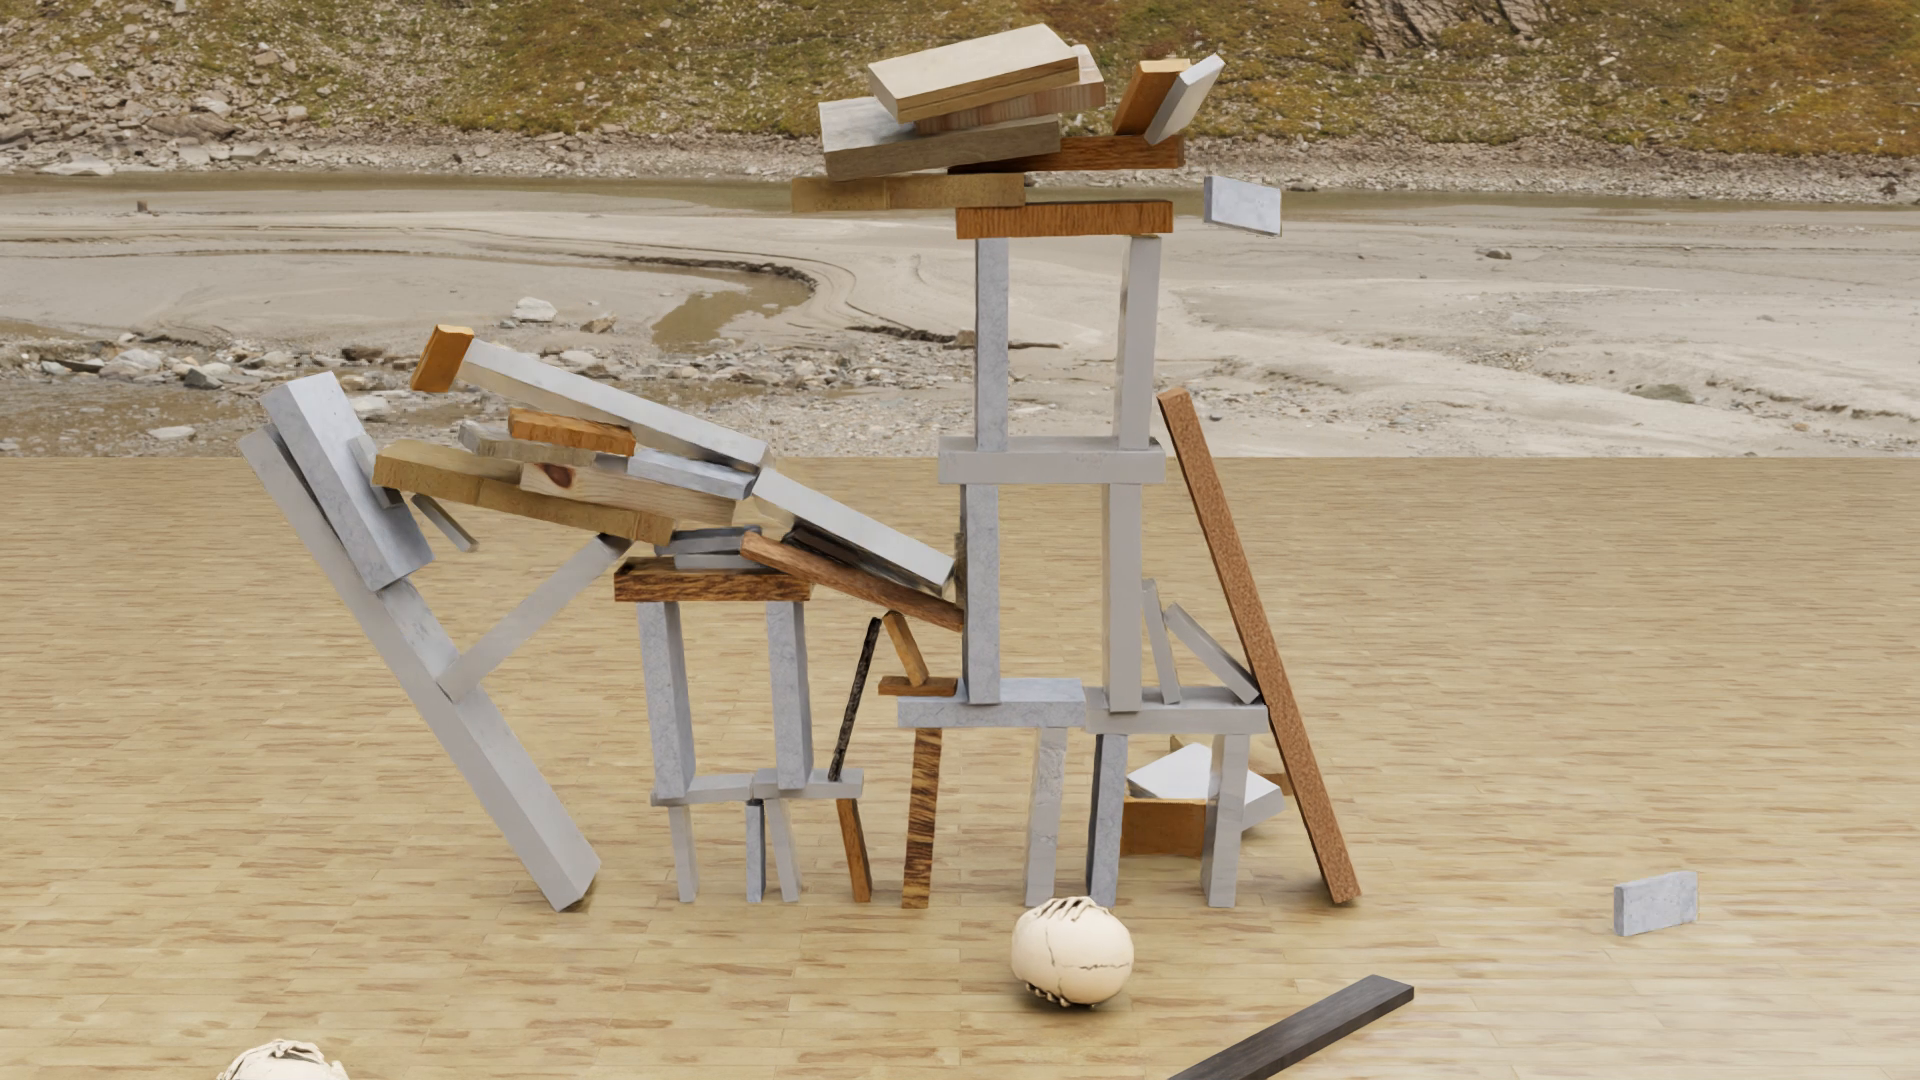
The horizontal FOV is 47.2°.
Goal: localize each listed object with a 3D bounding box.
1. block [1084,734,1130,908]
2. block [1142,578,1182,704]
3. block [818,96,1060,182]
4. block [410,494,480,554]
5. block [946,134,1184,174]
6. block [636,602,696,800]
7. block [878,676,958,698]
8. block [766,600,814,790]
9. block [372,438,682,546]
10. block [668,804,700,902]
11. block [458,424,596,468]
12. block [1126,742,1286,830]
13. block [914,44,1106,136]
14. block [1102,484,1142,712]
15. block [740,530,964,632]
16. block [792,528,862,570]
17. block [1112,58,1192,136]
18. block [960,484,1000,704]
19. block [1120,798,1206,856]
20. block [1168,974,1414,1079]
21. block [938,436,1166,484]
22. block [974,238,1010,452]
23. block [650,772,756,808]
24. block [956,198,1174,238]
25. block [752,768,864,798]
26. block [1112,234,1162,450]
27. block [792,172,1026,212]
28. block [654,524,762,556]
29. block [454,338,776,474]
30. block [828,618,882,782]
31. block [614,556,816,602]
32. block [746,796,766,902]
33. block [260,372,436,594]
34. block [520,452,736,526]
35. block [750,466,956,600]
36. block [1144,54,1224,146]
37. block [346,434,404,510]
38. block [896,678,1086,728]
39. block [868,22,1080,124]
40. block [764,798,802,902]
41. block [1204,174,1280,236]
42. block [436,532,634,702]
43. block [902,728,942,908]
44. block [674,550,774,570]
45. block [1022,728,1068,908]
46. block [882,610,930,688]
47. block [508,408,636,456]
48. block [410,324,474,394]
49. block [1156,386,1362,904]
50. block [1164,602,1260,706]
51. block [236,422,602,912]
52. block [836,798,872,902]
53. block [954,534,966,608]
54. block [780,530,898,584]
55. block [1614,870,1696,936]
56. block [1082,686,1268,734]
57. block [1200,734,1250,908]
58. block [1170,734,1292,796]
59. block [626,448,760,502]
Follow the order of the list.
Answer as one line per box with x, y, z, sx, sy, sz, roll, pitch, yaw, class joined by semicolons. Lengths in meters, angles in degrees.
0.243;0.444;3.646;0.041;0.292;0.146;4;11;-1;block
0.327;0.164;3.597;0.027;0.190;0.095;-13;9;7;block
-0.034;-0.639;3.403;0.357;0.051;0.179;-8;36;-1;block
-0.830;-0.028;3.546;0.123;0.017;0.062;44;0;1;block
0.170;-0.612;3.480;0.357;0.051;0.179;0;11;10;block
-0.480;0.245;3.605;0.044;0.325;0.155;-5;10;1;block
-0.068;0.239;3.594;0.123;0.017;0.062;1;11;5;block
-0.278;0.236;3.602;0.044;0.311;0.155;-3;10;2;block
-0.689;-0.079;3.550;0.475;0.048;0.168;12;11;-3;block
-0.459;0.508;3.653;0.023;0.165;0.082;-6;11;1;block
-0.681;-0.148;3.462;0.192;0.027;0.096;5;14;-32;block
0.451;0.467;4.073;0.161;0.046;0.321;-23;18;-17;block
0.067;-0.694;3.384;0.290;0.041;0.145;-10;36;-4;block
0.262;0.077;3.578;0.050;0.369;0.178;-1;11;0;block
-0.169;0.067;3.504;0.375;0.016;0.055;20;30;-11;block
-0.212;0.015;3.517;0.110;0.016;0.055;24;-6;12;block
0.290;-0.671;3.339;0.079;0.022;0.157;-5;-25;-16;block
0.032;0.071;3.573;0.050;0.355;0.178;-1;11;-3;block
0.337;0.504;3.871;0.190;0.095;0.027;1;10;5;block
0.380;0.710;2.967;0.071;0.020;0.765;10;14;42;block
0.143;-0.130;3.537;0.355;0.050;0.178;0;11;-1;block
0.050;-0.317;3.496;0.047;0.332;0.166;0;11;-1;block
-0.424;0.412;3.636;0.165;0.023;0.082;-4;10;2;block
0.160;-0.507;3.461;0.332;0.047;0.166;-2;11;0;block
-0.249;0.402;3.634;0.177;0.025;0.089;0;11;1;block
0.281;-0.320;3.510;0.047;0.332;0.166;3;11;0;block
-0.078;-0.549;3.457;0.357;0.051;0.179;-1;11;1;block
-0.408;0.000;3.565;0.159;0.023;0.080;-4;12;9;block
-0.580;-0.215;3.608;0.568;0.041;0.145;20;-13;6;block
-0.172;0.260;3.596;0.017;0.268;0.062;16;14;-1;block
-0.393;0.062;3.569;0.311;0.044;0.155;0;10;1;block
-0.339;0.509;3.652;0.023;0.165;0.082;0;11;1;block
-0.977;-0.096;3.527;0.050;0.350;0.175;-27;6;11;block
-0.536;-0.093;3.543;0.336;0.048;0.168;10;12;-13;block
-0.169;-0.006;3.533;0.336;0.048;0.168;26;-10;5;block
0.335;-0.658;3.290;0.079;0.022;0.157;-34;-11;-26;block
-0.940;-0.110;3.540;0.017;0.123;0.062;-27;1;7;block
0.050;0.266;3.613;0.304;0.043;0.152;0;11;0;block
0.020;-0.711;3.344;0.290;0.041;0.145;-16;37;-12;block
-0.293;0.502;3.655;0.025;0.177;0.089;-9;10;2;block
0.440;-0.521;3.428;0.142;0.071;0.020;5;-6;-35;block
-0.688;0.115;3.577;0.350;0.050;0.175;-41;6;7;block
-0.062;0.438;3.643;0.043;0.304;0.152;5;11;-1;block
-0.376;0.029;3.565;0.159;0.023;0.080;0;10;3;block
0.141;0.438;3.646;0.043;0.304;0.152;5;11;-1;block
-0.088;0.173;3.574;0.017;0.123;0.062;-23;6;13;block
-0.619;-0.172;3.503;0.192;0.027;0.096;9;13;-18;block
-0.831;-0.290;3.526;0.062;0.123;0.017;1;42;-43;block
0.491;0.169;3.624;0.046;0.872;0.161;-19;6;4;block
0.410;0.184;3.597;0.190;0.027;0.095;44;10;-5;block
-0.872;0.199;3.596;0.050;0.907;0.175;-31;8;6;block
-0.176;0.502;3.654;0.025;0.177;0.089;-10;11;2;block
0.000;0.050;3.538;0.016;0.110;0.055;-1;16;-2;block
-0.184;0.049;3.586;0.228;0.023;0.080;27;10;2;block
1.110;0.579;3.509;0.158;0.079;0.022;-6;7;-27;block
0.351;0.279;3.616;0.292;0.041;0.146;0;11;0;block
0.439;0.444;3.646;0.041;0.292;0.146;4;11;0;block
0.533;0.440;4.350;0.161;0.046;0.321;-2;11;-9;block
-0.426;-0.105;3.520;0.192;0.027;0.096;13;13;5;block
